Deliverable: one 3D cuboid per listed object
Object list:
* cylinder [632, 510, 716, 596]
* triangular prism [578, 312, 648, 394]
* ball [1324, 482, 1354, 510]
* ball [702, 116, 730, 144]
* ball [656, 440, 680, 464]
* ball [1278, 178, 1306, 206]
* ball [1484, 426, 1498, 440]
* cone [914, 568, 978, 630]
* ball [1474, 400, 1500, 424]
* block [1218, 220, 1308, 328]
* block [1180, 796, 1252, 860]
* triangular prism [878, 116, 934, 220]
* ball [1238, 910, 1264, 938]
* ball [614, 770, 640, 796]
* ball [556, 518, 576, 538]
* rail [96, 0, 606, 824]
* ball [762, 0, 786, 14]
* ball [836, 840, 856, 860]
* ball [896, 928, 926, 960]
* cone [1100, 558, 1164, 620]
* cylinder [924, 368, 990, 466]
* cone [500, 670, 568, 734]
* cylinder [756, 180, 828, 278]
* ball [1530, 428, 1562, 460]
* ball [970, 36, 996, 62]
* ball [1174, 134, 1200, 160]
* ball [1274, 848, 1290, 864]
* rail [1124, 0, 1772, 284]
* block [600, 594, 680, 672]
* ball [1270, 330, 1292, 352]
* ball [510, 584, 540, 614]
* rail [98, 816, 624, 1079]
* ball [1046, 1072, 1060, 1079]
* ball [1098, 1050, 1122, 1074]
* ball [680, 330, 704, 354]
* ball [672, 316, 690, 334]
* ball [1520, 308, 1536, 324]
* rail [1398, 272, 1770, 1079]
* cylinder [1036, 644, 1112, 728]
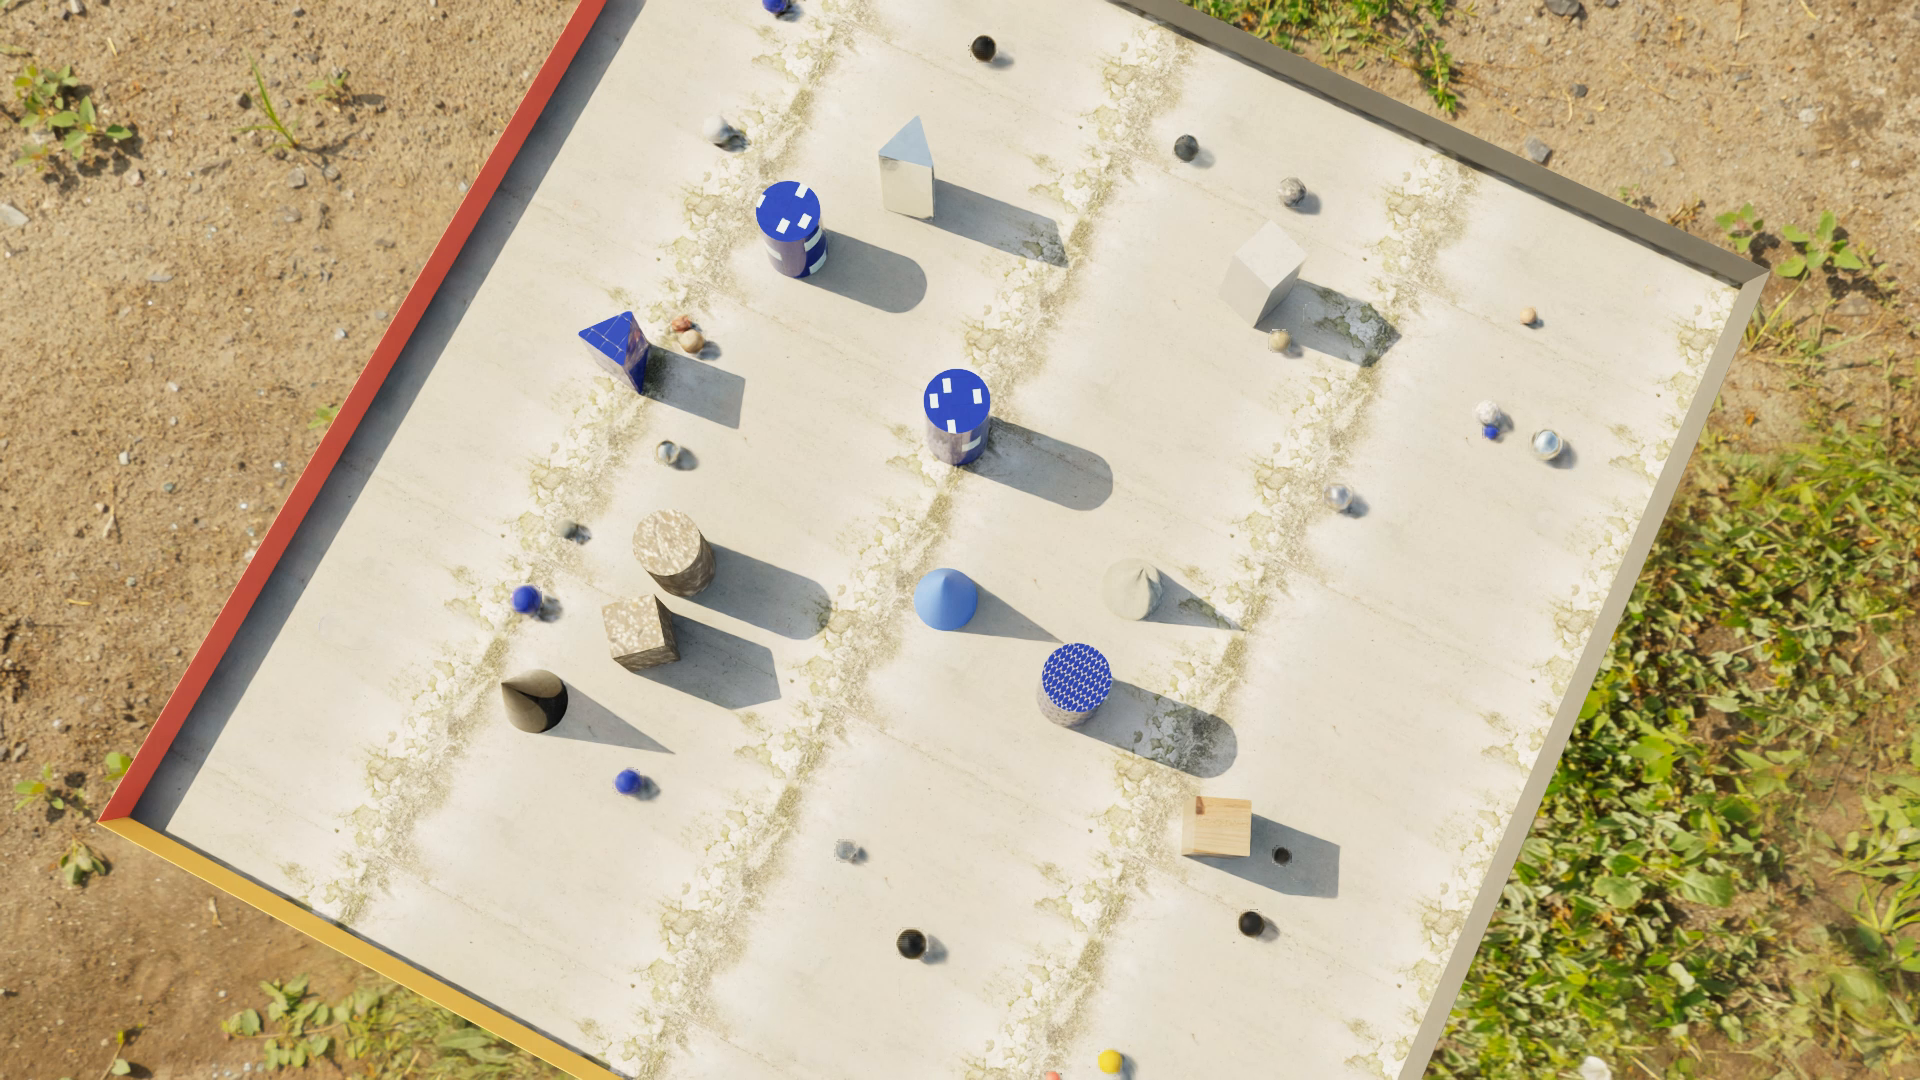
[{"bbox_3d":[-0.842,0.042,5.426,0.195,0.355,0.195,0,78,0],"label":"cylinder"},{"bbox_3d":[-1.021,-0.591,5.583,0.169,0.305,0.146,35,80,7],"label":"triangular prism"},{"bbox_3d":[1.158,-0.134,5.601,0.085,0.085,0.085,0,78,0],"label":"ball"},{"bbox_3d":[-0.777,-1.310,5.843,0.088,0.088,0.088,0,78,0],"label":"ball"},{"bbox_3d":[-0.899,-0.270,5.634,0.076,0.076,0.076,0,78,0],"label":"ball"},{"bbox_3d":[1.049,-1.102,5.799,0.090,0.090,0.090,0,78,0],"label":"ball"},{"bbox_3d":[1.640,-0.333,5.664,0.042,0.042,0.042,0,78,0],"label":"ball"},{"bbox_3d":[-0.043,0.144,5.400,0.195,0.365,0.195,0,78,0],"label":"cone"},{"bbox_3d":[1.628,-0.395,5.655,0.077,0.077,0.077,0,78,0],"label":"ball"},{"bbox_3d":[0.923,-0.809,5.601,0.156,0.358,0.156,-43,81,-8],"label":"block"},{"bbox_3d":[0.737,0.833,5.288,0.156,0.306,0.156,4,78,1],"label":"block"},{"bbox_3d":[-0.143,-1.150,5.638,0.169,0.424,0.146,14,79,3],"label":"triangular prism"},{"bbox_3d":[0.848,1.120,5.345,0.077,0.077,0.077,0,78,0],"label":"ball"},{"bbox_3d":[-0.985,0.719,5.429,0.077,0.077,0.077,0,78,0],"label":"ball"},{"bbox_3d":[-1.200,-0.034,5.593,0.061,0.061,0.061,0,78,0],"label":"ball"},{"bbox_3d":[-1.646,-0.799,5.716,0.045,0.126,3.751,26,80,5],"label":"rail"},{"bbox_3d":[-0.602,-1.748,5.937,0.081,0.081,0.081,0,78,0],"label":"ball"},{"bbox_3d":[-0.337,0.915,5.397,0.059,0.059,0.059,0,78,0],"label":"ball"},{"bbox_3d":[-0.140,1.175,5.329,0.088,0.088,0.088,0,78,0],"label":"ball"},{"bbox_3d":[0.526,0.114,5.414,0.195,0.350,0.195,0,78,0],"label":"cone"},{"bbox_3d":[-0.009,-0.364,5.495,0.195,0.386,0.195,0,78,0],"label":"cylinder"},{"bbox_3d":[-1.277,0.441,5.304,0.195,0.433,0.195,0,78,0],"label":"cone"},{"bbox_3d":[-0.515,-0.955,5.653,0.195,0.315,0.195,0,78,0],"label":"cylinder"},{"bbox_3d":[1.799,-0.295,5.628,0.097,0.097,0.097,0,78,0],"label":"ball"},{"bbox_3d":[0.077,-1.583,5.902,0.083,0.083,0.083,0,78,0],"label":"ball"},{"bbox_3d":[0.721,-1.249,5.833,0.082,0.082,0.082,0,78,0],"label":"ball"},{"bbox_3d":[0.948,0.932,5.399,0.049,0.049,0.049,0,78,0],"label":"ball"},{"bbox_3d":[0.828,-1.615,5.885,3.728,0.126,0.045,26,80,5],"label":"rail"},{"bbox_3d":[-0.938,0.277,5.402,0.156,0.308,0.156,-14,79,-3],"label":"block"},{"bbox_3d":[0.999,-0.619,5.710,0.068,0.068,0.068,0,78,0],"label":"ball"},{"bbox_3d":[-1.312,0.180,5.533,0.091,0.091,0.091,0,78,0],"label":"ball"},{"bbox_3d":[-0.828,1.629,5.214,3.728,0.126,0.045,26,80,5],"label":"rail"},{"bbox_3d":[0.267,1.552,5.273,0.043,0.043,0.043,0,78,0],"label":"ball"},{"bbox_3d":[0.432,1.501,5.270,0.071,0.071,0.071,0,78,0],"label":"ball"},{"bbox_3d":[-0.834,-0.617,5.706,0.074,0.074,0.074,0,78,0],"label":"ball"},{"bbox_3d":[-0.872,-0.675,5.727,0.056,0.056,0.056,0,78,0],"label":"ball"},{"bbox_3d":[1.778,-0.701,5.735,0.052,0.052,0.052,0,78,0],"label":"ball"},{"bbox_3d":[1.646,0.813,5.383,0.045,0.126,3.751,26,80,5],"label":"rail"},{"bbox_3d":[0.327,0.425,5.320,0.195,0.409,0.195,0,78,0],"label":"cylinder"}]
